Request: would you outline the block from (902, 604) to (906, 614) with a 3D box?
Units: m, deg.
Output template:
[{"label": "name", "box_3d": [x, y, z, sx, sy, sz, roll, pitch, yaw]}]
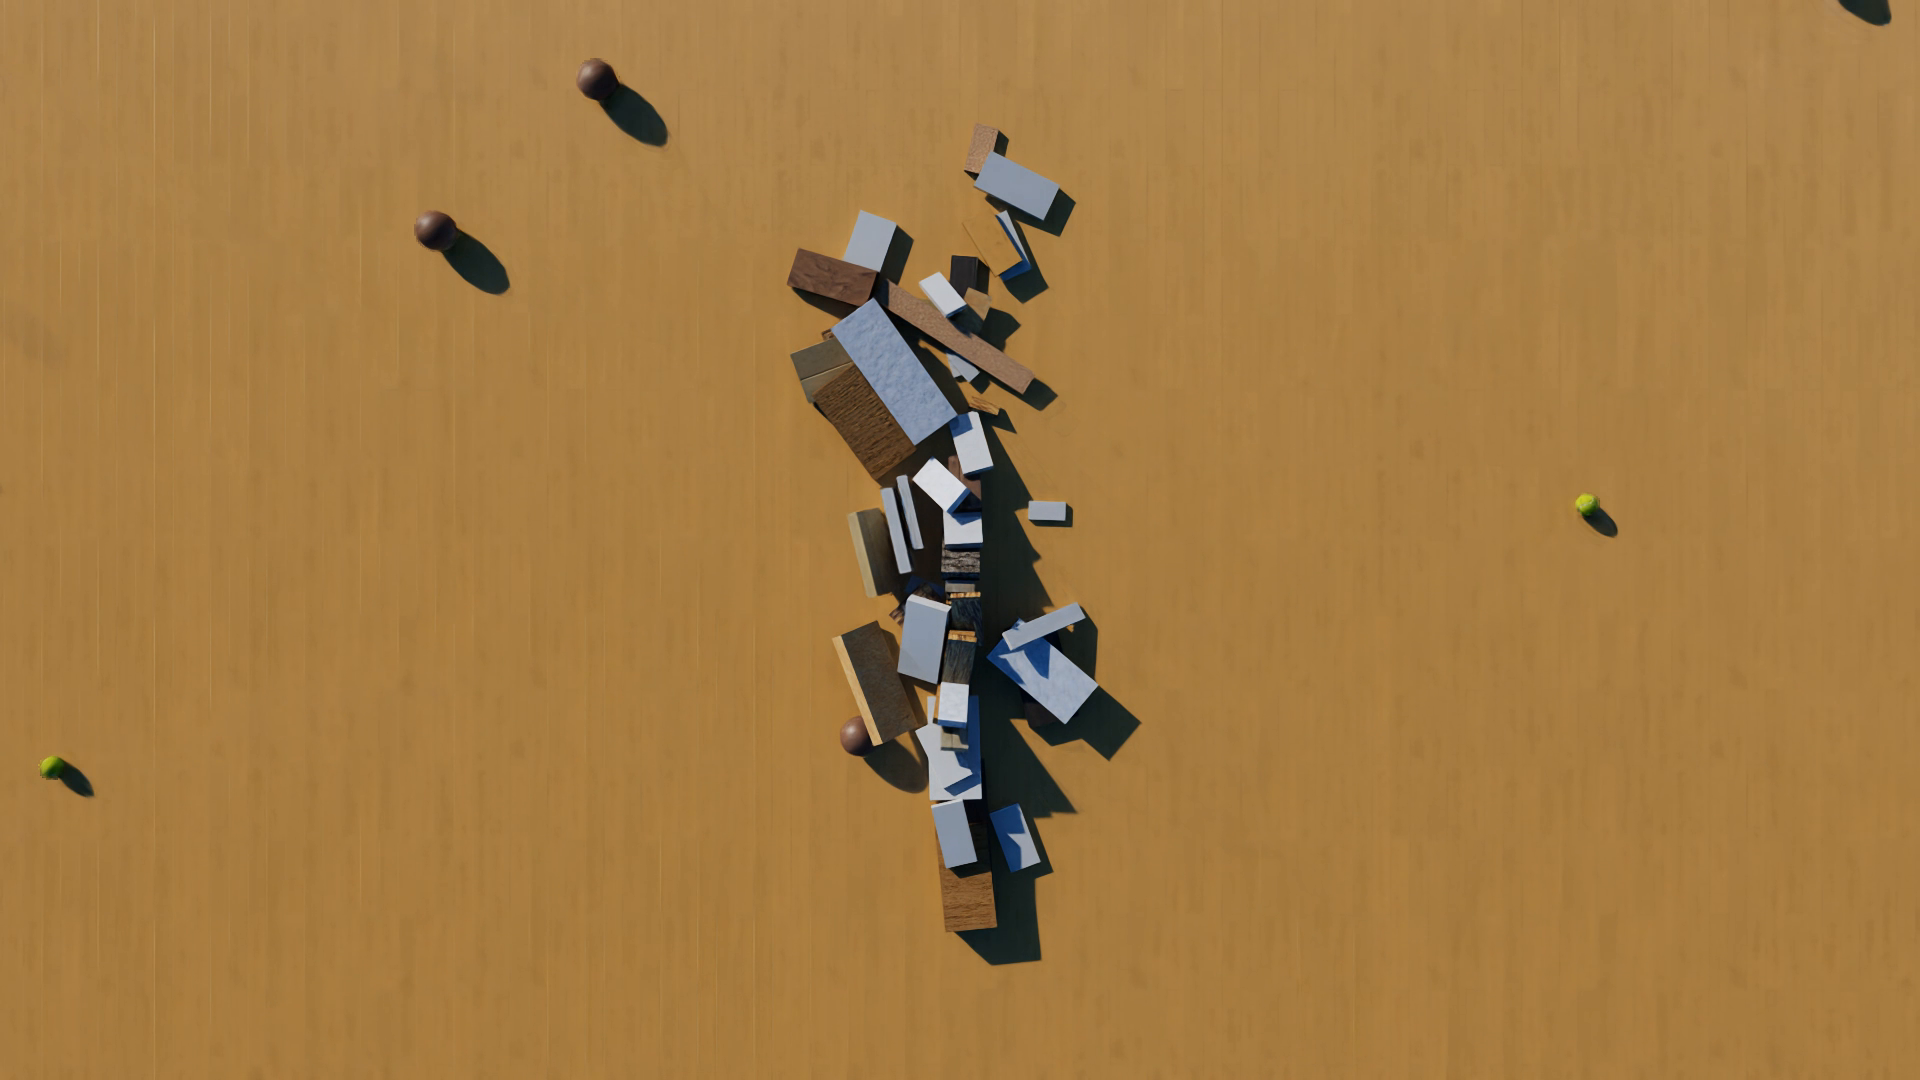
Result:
[{"label": "block", "box_3d": [-0.126, 0.279, 5.463, 0.082, 0.023, 0.164, -19, 109, -1]}]

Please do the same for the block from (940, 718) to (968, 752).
[{"label": "block", "box_3d": [-0.018, 0.606, 5.378, 0.088, 0.025, 0.176, 4, 53, -5]}]

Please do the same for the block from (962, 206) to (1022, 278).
[{"label": "block", "box_3d": [0.106, -0.986, 5.455, 0.105, 0.030, 0.210, -32, 90, 0]}]

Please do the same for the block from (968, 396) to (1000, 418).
[{"label": "block", "box_3d": [0.081, -0.441, 5.478, 0.099, 0.014, 0.049, 18, 49, 0]}]

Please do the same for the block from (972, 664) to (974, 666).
[{"label": "block", "box_3d": [0.004, 0.335, 5.445, 0.088, 0.025, 0.176, 2, 119, 0]}]

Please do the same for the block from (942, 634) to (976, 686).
[{"label": "block", "box_3d": [-0.004, 0.399, 5.374, 0.091, 0.026, 0.211, 7, 127, -2]}]

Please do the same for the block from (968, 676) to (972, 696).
[{"label": "block", "box_3d": [-0.002, 0.428, 5.456, 0.088, 0.025, 0.176, 2, 112, 0]}]

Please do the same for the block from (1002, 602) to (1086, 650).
[{"label": "block", "box_3d": [0.276, 0.282, 5.414, 0.300, 0.017, 0.061, -21, 75, -29]}]

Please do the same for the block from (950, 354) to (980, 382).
[{"label": "block", "box_3d": [0.014, -0.576, 5.479, 0.050, 0.014, 0.099, -42, 92, -4]}]

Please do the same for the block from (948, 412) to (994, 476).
[{"label": "block", "box_3d": [0.035, -0.320, 5.453, 0.102, 0.029, 0.204, -16, 71, 0]}]

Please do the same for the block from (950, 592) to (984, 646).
[{"label": "block", "box_3d": [0.024, 0.258, 5.344, 0.095, 0.027, 0.190, -3, 120, 3]}]

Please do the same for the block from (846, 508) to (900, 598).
[{"label": "block", "box_3d": [-0.283, 0.041, 5.430, 0.040, 0.141, 0.283, -14, 90, 32]}]

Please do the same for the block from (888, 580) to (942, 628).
[{"label": "block", "box_3d": [-0.149, 0.219, 5.475, 0.164, 0.023, 0.082, -44, 93, 8]}]

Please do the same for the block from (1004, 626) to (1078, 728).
[{"label": "block", "box_3d": [0.269, 0.437, 5.476, 0.170, 0.048, 0.339, -14, 90, 0]}]

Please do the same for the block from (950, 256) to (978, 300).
[{"label": "block", "box_3d": [0.010, -0.853, 5.487, 0.090, 0.025, 0.179, 4, 90, 0]}]

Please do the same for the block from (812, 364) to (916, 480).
[{"label": "block", "box_3d": [-0.316, -0.389, 5.439, 0.175, 0.049, 0.349, -36, 102, 0]}]

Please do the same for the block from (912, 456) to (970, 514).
[{"label": "block", "box_3d": [-0.061, -0.180, 5.420, 0.102, 0.029, 0.204, -49, 50, 4]}]

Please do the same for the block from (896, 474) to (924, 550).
[{"label": "block", "box_3d": [-0.164, -0.090, 5.439, 0.035, 0.123, 0.246, -13, 90, 0]}]

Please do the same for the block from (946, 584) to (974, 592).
[{"label": "block", "box_3d": [0.000, 0.156, 5.405, 0.095, 0.190, 0.027, 1, 89, 0]}]

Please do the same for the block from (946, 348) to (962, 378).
[{"label": "block", "box_3d": [-0.013, -0.595, 5.493, 0.049, 0.014, 0.099, -17, 90, 0]}]

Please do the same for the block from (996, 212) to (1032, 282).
[{"label": "block", "box_3d": [0.148, -0.976, 5.485, 0.105, 0.030, 0.210, -24, 90, 0]}]

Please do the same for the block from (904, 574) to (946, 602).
[{"label": "block", "box_3d": [-0.116, 0.166, 5.491, 0.122, 0.017, 0.061, 23, 90, 0]}]

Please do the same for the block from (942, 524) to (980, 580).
[{"label": "block", "box_3d": [0.002, 0.040, 5.393, 0.123, 0.246, 0.035, 1, 128, 0]}]

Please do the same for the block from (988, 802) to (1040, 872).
[{"label": "block", "box_3d": [0.182, 0.988, 5.485, 0.104, 0.030, 0.209, -21, 90, 0]}]

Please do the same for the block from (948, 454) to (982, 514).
[{"label": "block", "box_3d": [0.016, -0.187, 5.439, 0.102, 0.029, 0.204, -3, 62, 0]}]

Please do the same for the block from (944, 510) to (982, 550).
[{"label": "block", "box_3d": [0.007, -0.087, 5.423, 0.123, 0.035, 0.246, -3, 60, 0]}]

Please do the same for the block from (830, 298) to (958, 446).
[{"label": "block", "box_3d": [-0.216, -0.552, 5.411, 0.175, 0.049, 0.469, -36, 99, 2]}]

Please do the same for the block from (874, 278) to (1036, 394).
[{"label": "block", "box_3d": [-0.019, -0.674, 5.452, 0.589, 0.023, 0.081, 32, 98, -3]}]

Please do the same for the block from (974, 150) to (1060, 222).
[{"label": "block", "box_3d": [0.187, -1.173, 5.469, 0.257, 0.036, 0.128, 25, 90, -6]}]

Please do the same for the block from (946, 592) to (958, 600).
[{"label": "block", "box_3d": [-0.003, 0.202, 5.418, 0.082, 0.165, 0.023, 1, 74, 0]}]

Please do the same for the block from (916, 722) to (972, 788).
[{"label": "block", "box_3d": [-0.053, 0.696, 5.397, 0.104, 0.030, 0.209, -26, 78, -5]}]

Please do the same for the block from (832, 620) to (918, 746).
[{"label": "block", "box_3d": [-0.278, 0.469, 5.424, 0.170, 0.048, 0.376, -21, 90, -44]}]

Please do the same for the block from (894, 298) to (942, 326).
[{"label": "block", "box_3d": [-0.125, -0.755, 5.472, 0.179, 0.025, 0.090, 8, 104, 3]}]

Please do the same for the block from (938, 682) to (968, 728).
[{"label": "block", "box_3d": [-0.022, 0.534, 5.345, 0.091, 0.183, 0.026, 7, 126, -2]}]

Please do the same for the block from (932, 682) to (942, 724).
[{"label": "block", "box_3d": [-0.035, 0.535, 5.386, 0.091, 0.183, 0.026, 8, 126, 0]}]

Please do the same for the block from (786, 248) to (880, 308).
[{"label": "block", "box_3d": [-0.419, -0.862, 5.447, 0.285, 0.036, 0.128, 18, 90, 12]}]

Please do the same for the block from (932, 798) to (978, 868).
[{"label": "block", "box_3d": [-0.019, 0.956, 5.376, 0.104, 0.030, 0.209, -13, 97, 0]}]

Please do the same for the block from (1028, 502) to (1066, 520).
[{"label": "block", "box_3d": [0.290, -0.097, 5.491, 0.122, 0.017, 0.061, 2, 90, 0]}]

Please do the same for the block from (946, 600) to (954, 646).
[{"label": "block", "box_3d": [-0.006, 0.273, 5.382, 0.082, 0.023, 0.165, 2, 120, 0]}]

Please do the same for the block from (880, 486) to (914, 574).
[{"label": "block", "box_3d": [-0.205, -0.032, 5.428, 0.040, 0.141, 0.283, -13, 90, 3]}]

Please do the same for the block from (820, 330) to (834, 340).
[{"label": "block", "box_3d": [-0.345, -0.679, 5.479, 0.210, 0.030, 0.105, -22, 97, 0]}]

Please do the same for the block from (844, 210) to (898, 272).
[{"label": "block", "box_3d": [-0.312, -0.951, 5.482, 0.128, 0.036, 0.257, 20, 90, 0]}]

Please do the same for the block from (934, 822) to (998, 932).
[{"label": "block", "box_3d": [0.019, 1.108, 5.428, 0.170, 0.048, 0.339, -6, 90, 0]}]

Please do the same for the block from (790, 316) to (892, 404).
[{"label": "block", "box_3d": [-0.366, -0.594, 5.449, 0.349, 0.049, 0.175, -20, 102, 0]}]

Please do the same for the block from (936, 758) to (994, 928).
[{"label": "block", "box_3d": [0.015, 1.005, 5.476, 0.170, 0.048, 0.541, -4, 90, 0]}]

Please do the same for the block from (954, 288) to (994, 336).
[{"label": "block", "box_3d": [0.036, -0.737, 5.467, 0.090, 0.025, 0.179, 21, 102, -4]}]

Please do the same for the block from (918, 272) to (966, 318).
[{"label": "block", "box_3d": [-0.057, -0.809, 5.445, 0.081, 0.023, 0.161, -30, 65, -17]}]

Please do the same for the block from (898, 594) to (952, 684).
[{"label": "block", "box_3d": [-0.117, 0.326, 5.397, 0.141, 0.040, 0.283, 16, 120, 14]}]

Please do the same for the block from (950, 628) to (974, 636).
[{"label": "block", "box_3d": [-0.003, 0.369, 5.382, 0.082, 0.023, 0.177, 7, 127, -2]}]

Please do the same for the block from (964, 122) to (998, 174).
[{"label": "block", "box_3d": [0.071, -1.299, 5.489, 0.081, 0.023, 0.161, 14, 90, 0]}]

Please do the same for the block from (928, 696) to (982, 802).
[{"label": "block", "box_3d": [-0.018, 0.686, 5.438, 0.170, 0.048, 0.339, -2, 77, 1]}]

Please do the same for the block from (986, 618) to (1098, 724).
[{"label": "block", "box_3d": [0.270, 0.430, 5.428, 0.339, 0.048, 0.170, 40, 90, 0]}]

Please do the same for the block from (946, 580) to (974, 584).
[{"label": "block", "box_3d": [0.001, 0.081, 5.412, 0.095, 0.190, 0.027, 1, 121, 0]}]
